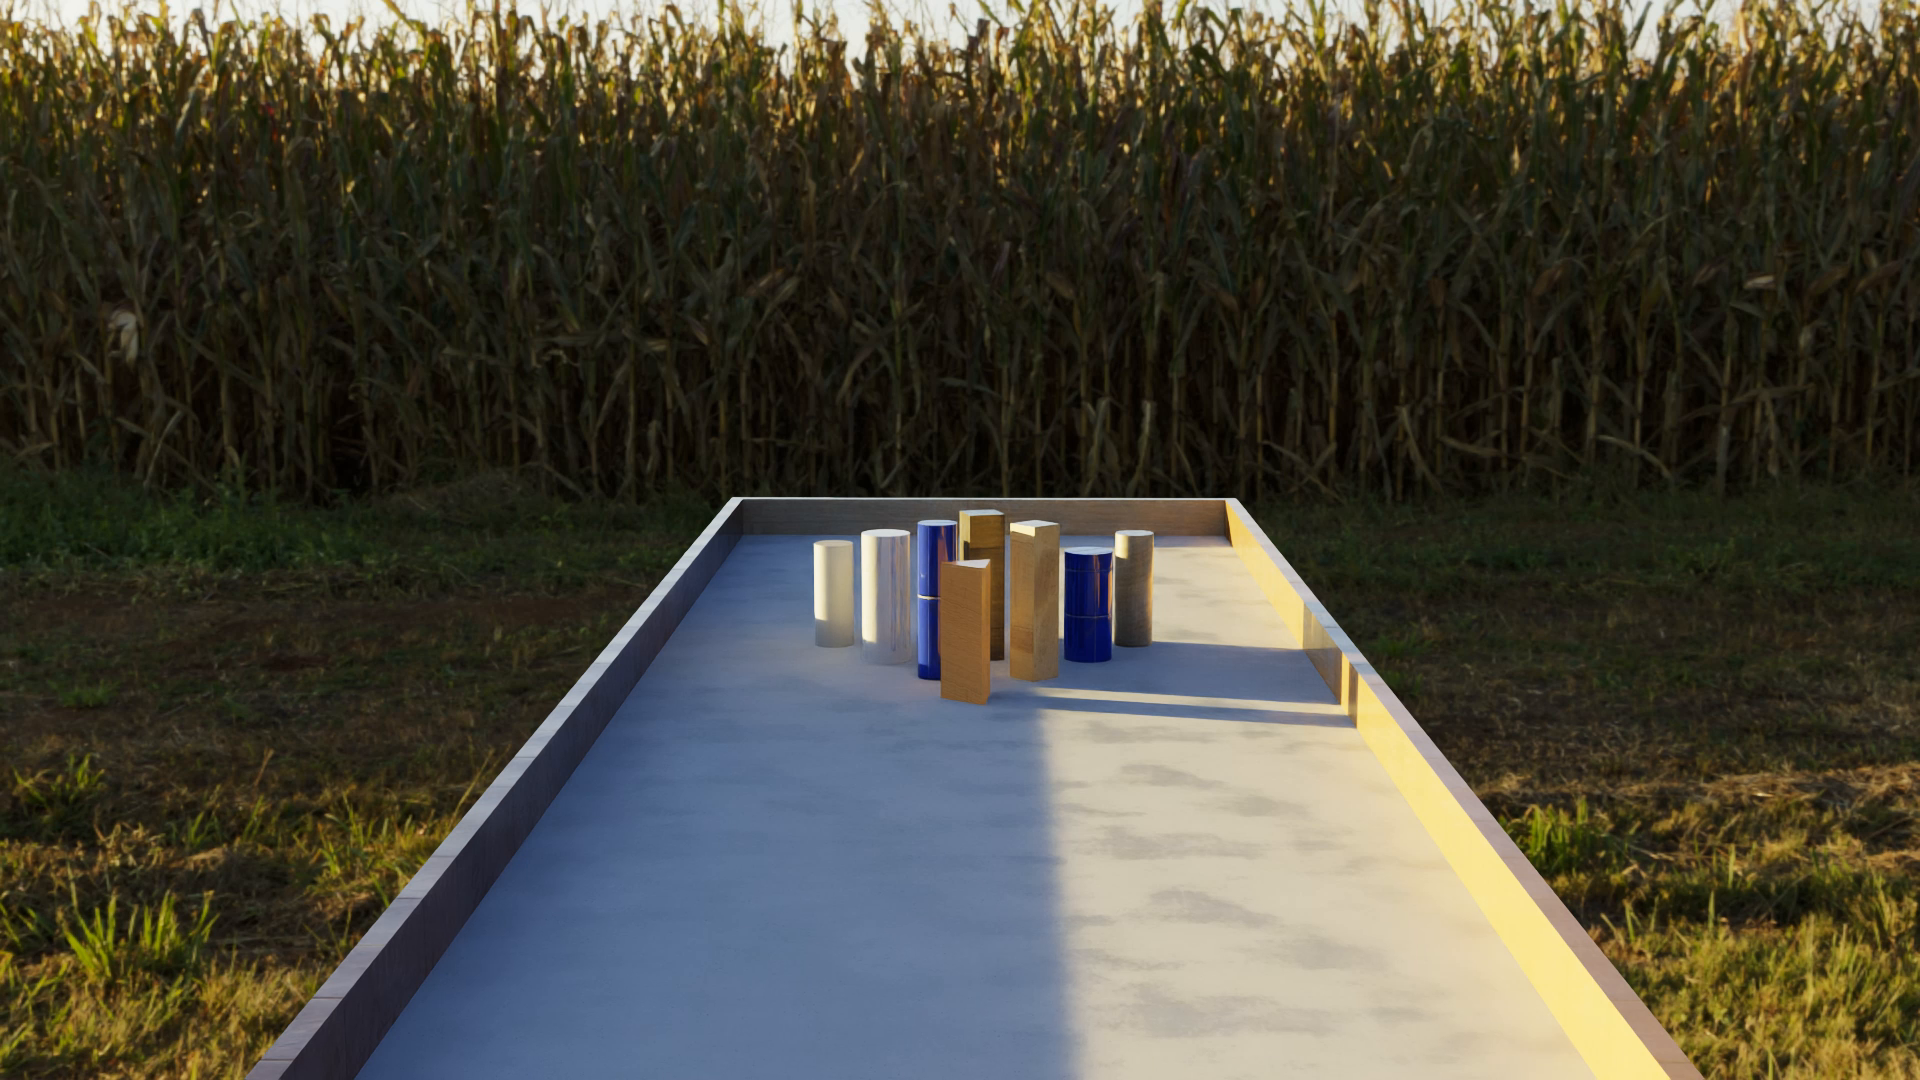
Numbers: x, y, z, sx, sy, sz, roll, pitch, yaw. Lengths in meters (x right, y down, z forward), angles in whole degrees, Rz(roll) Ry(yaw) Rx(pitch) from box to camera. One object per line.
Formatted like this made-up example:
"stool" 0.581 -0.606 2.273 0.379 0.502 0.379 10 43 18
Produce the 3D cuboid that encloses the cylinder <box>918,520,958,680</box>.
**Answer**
"cylinder" -0.065 0.176 6.437 0.117 0.458 0.117 0 9 0

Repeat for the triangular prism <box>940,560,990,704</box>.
"triangular prism" 0.044 0.253 6.181 0.150 0.386 0.130 7 11 36

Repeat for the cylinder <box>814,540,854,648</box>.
"cylinder" -0.396 0.169 6.917 0.123 0.322 0.123 0 9 0

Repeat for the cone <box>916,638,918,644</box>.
"cone" -0.080 0.140 6.928 0.116 0.375 0.116 0 9 0

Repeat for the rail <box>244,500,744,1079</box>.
"rail" -1.004 0.839 3.234 0.050 0.150 12.000 0 9 1

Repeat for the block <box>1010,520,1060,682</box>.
"block" 0.218 0.177 6.432 0.101 0.456 0.101 -8 12 -41

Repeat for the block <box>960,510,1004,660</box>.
"block" 0.067 0.138 6.703 0.110 0.449 0.110 -3 9 -16

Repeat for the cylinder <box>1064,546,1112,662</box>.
"cylinder" 0.391 0.197 6.706 0.147 0.333 0.147 0 9 0

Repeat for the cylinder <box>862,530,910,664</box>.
"cylinder" -0.225 0.170 6.693 0.147 0.389 0.147 0 9 0

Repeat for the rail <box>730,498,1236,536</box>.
"rail" 0.099 -0.098 9.147 2.100 0.150 0.050 0 9 1

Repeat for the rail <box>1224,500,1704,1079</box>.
"rail" 1.046 0.843 3.208 0.050 0.150 12.000 0 9 1

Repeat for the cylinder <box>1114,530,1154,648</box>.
"cylinder" 0.546 0.153 6.916 0.120 0.354 0.120 0 9 0
